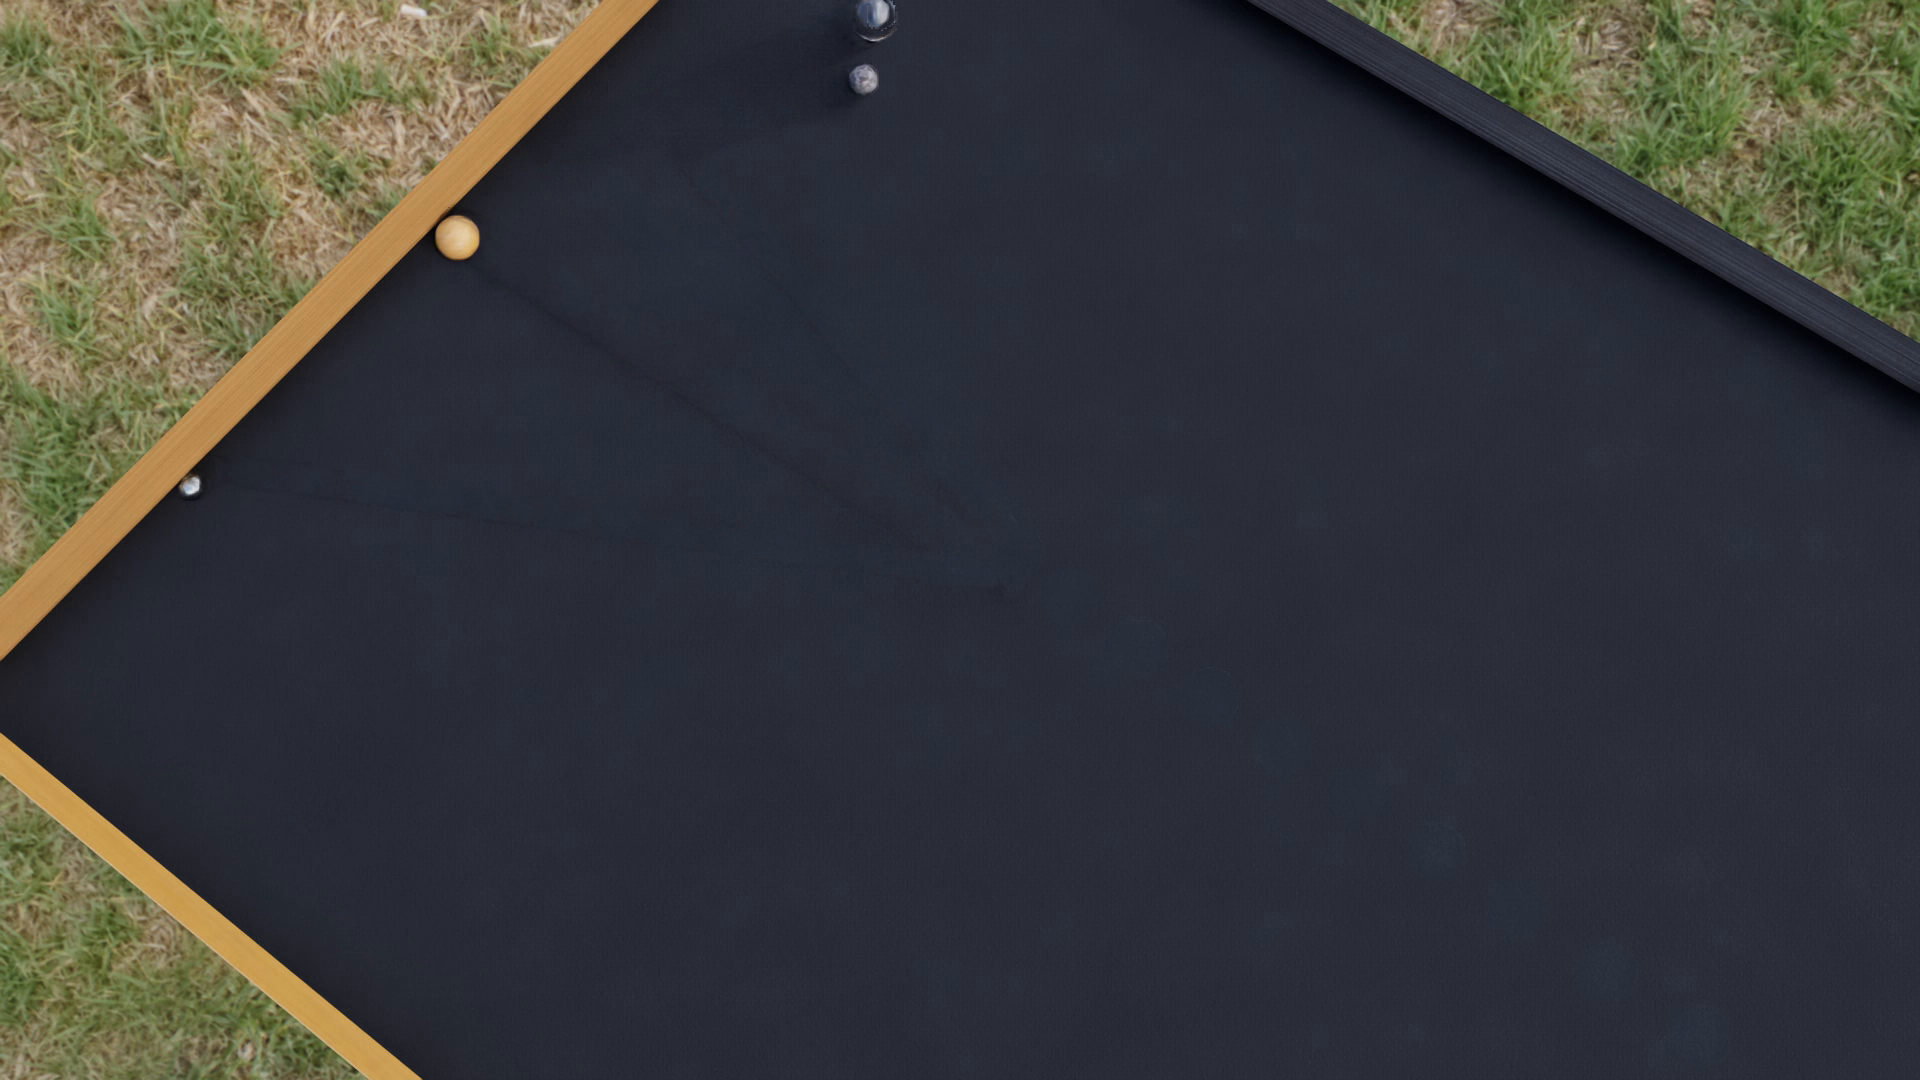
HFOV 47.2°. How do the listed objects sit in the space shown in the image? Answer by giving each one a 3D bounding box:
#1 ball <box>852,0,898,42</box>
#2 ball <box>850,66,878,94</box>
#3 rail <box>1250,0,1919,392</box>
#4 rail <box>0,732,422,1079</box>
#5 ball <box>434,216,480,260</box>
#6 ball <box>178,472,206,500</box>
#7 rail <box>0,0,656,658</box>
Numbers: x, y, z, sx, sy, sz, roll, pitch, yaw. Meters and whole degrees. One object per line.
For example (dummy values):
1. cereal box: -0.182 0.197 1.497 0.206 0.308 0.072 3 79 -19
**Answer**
1. ball: -0.155 -0.943 3.970 0.082 0.082 0.082 0 66 0
2. ball: -0.172 -0.823 3.932 0.052 0.052 0.052 0 66 0
3. rail: 1.603 -0.260 3.646 4.472 0.106 0.045 34 70 14
4. rail: 0.185 1.462 2.867 4.472 0.106 0.045 34 70 14
5. ball: -0.864 -0.520 3.782 0.076 0.076 0.076 0 66 0
6. ball: -1.258 -0.088 3.603 0.046 0.046 0.046 0 66 0
7. rail: -0.875 -0.609 3.805 0.045 0.106 2.411 34 70 14
